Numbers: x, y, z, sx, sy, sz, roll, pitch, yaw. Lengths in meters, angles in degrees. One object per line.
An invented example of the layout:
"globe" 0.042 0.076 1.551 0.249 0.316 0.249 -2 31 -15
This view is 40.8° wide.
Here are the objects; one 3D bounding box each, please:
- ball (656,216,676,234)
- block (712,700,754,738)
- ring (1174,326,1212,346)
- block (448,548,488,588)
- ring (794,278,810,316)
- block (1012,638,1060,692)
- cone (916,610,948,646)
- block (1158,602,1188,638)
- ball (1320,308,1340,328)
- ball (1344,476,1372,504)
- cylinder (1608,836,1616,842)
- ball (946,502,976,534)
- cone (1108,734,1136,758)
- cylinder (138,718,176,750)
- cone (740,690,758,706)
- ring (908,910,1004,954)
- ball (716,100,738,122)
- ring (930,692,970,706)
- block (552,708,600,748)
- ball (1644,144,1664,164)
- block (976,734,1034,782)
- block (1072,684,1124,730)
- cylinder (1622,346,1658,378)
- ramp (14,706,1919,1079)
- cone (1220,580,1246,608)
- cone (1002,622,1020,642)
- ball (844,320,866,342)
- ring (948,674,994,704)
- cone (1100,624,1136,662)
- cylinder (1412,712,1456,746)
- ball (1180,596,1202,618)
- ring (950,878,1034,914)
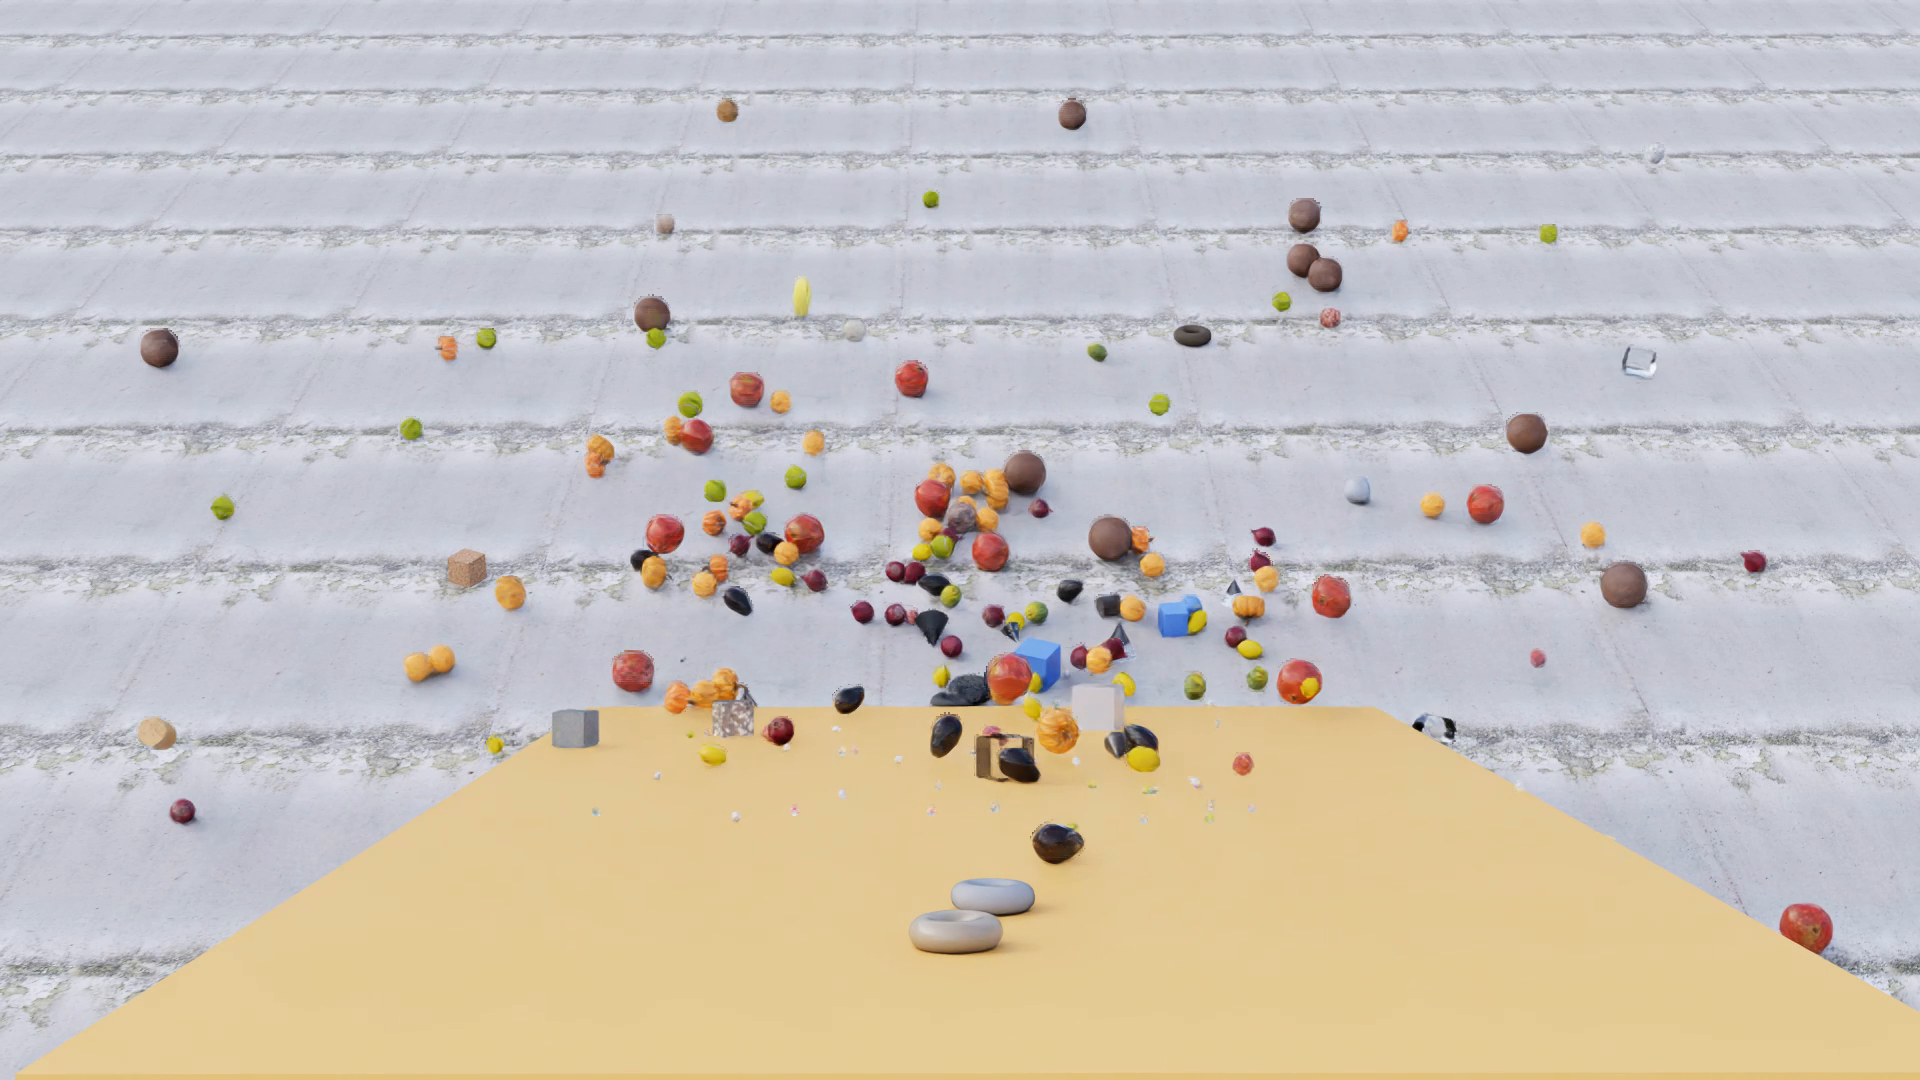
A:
"ball" -1.161 -1.241 10.156 0.078 0.078 0.078 0 26 0
"block" -0.515 0.405 5.857 0.076 0.076 0.076 -1 2 -21
"ring" 0.822 -0.723 9.115 0.135 0.045 0.135 0 24 0
"block" -1.415 0.080 7.403 0.076 0.076 0.076 14 29 26
"ring" -0.573 -0.876 9.324 0.046 0.138 0.138 2 26 5
"block" 0.205 0.330 6.858 0.096 0.096 0.096 12 28 23
"cone" -0.075 0.257 7.075 0.093 0.093 0.093 -1 52 -3
"block" 0.588 0.219 7.120 0.069 0.069 0.069 -3 26 -6
"ball" 1.325 -0.795 9.231 0.074 0.074 0.074 0 26 0
"ball" 1.215 -0.154 7.884 0.082 0.082 0.082 0 26 0
"cylinder" 1.507 0.726 6.070 0.062 0.062 0.062 9 27 15
"ball" 0.003 -0.065 7.685 0.094 0.094 0.094 0 26 0
"cone" 0.331 0.441 5.390 0.061 0.061 0.061 7 6 15
"cylinder" -1.983 0.480 6.372 0.071 0.071 0.071 3 -15 6
"cone" -0.547 0.427 6.739 0.054 0.054 0.054 27 26 -6
"ring" -0.005 0.493 3.246 0.120 0.040 0.120 -1 2 0
"ball" -1.041 -1.917 11.543 0.098 0.098 0.098 0 26 0
"ring" -0.024 0.427 6.700 0.108 0.036 0.108 15 12 -3
"block" -0.840 0.411 5.635 0.076 0.076 0.076 0 2 18
"ball" 2.961 -1.647 10.998 0.082 0.082 0.082 0 26 0
"block" 0.089 0.424 5.034 0.081 0.081 0.081 -1 2 -31
"block" 0.323 0.389 6.014 0.099 0.099 0.099 0 2 17
"cylinder" 2.323 -0.607 8.812 0.093 0.093 0.093 14 29 27
"ramp" 0.058 0.527 4.564 2.000 0.100 4.000 0 2 0
"cone" 0.773 0.141 7.278 0.074 0.074 0.074 0 26 0
"cone" 0.150 0.263 7.080 0.055 0.055 0.055 -13 55 -24
"ball" -0.372 -0.738 9.104 0.081 0.081 0.081 0 26 0
"ring" 0.029 0.394 6.791 0.122 0.041 0.122 1 27 0
"cone" 0.432 0.266 6.989 0.099 0.099 0.099 0 26 0
"cylinder" 1.189 0.476 6.469 0.076 0.076 0.076 -12 10 -24
"ball" 0.644 0.186 7.198 0.062 0.062 0.062 0 26 0
"ring" 0.045 0.486 3.517 0.116 0.039 0.116 1 0 0
